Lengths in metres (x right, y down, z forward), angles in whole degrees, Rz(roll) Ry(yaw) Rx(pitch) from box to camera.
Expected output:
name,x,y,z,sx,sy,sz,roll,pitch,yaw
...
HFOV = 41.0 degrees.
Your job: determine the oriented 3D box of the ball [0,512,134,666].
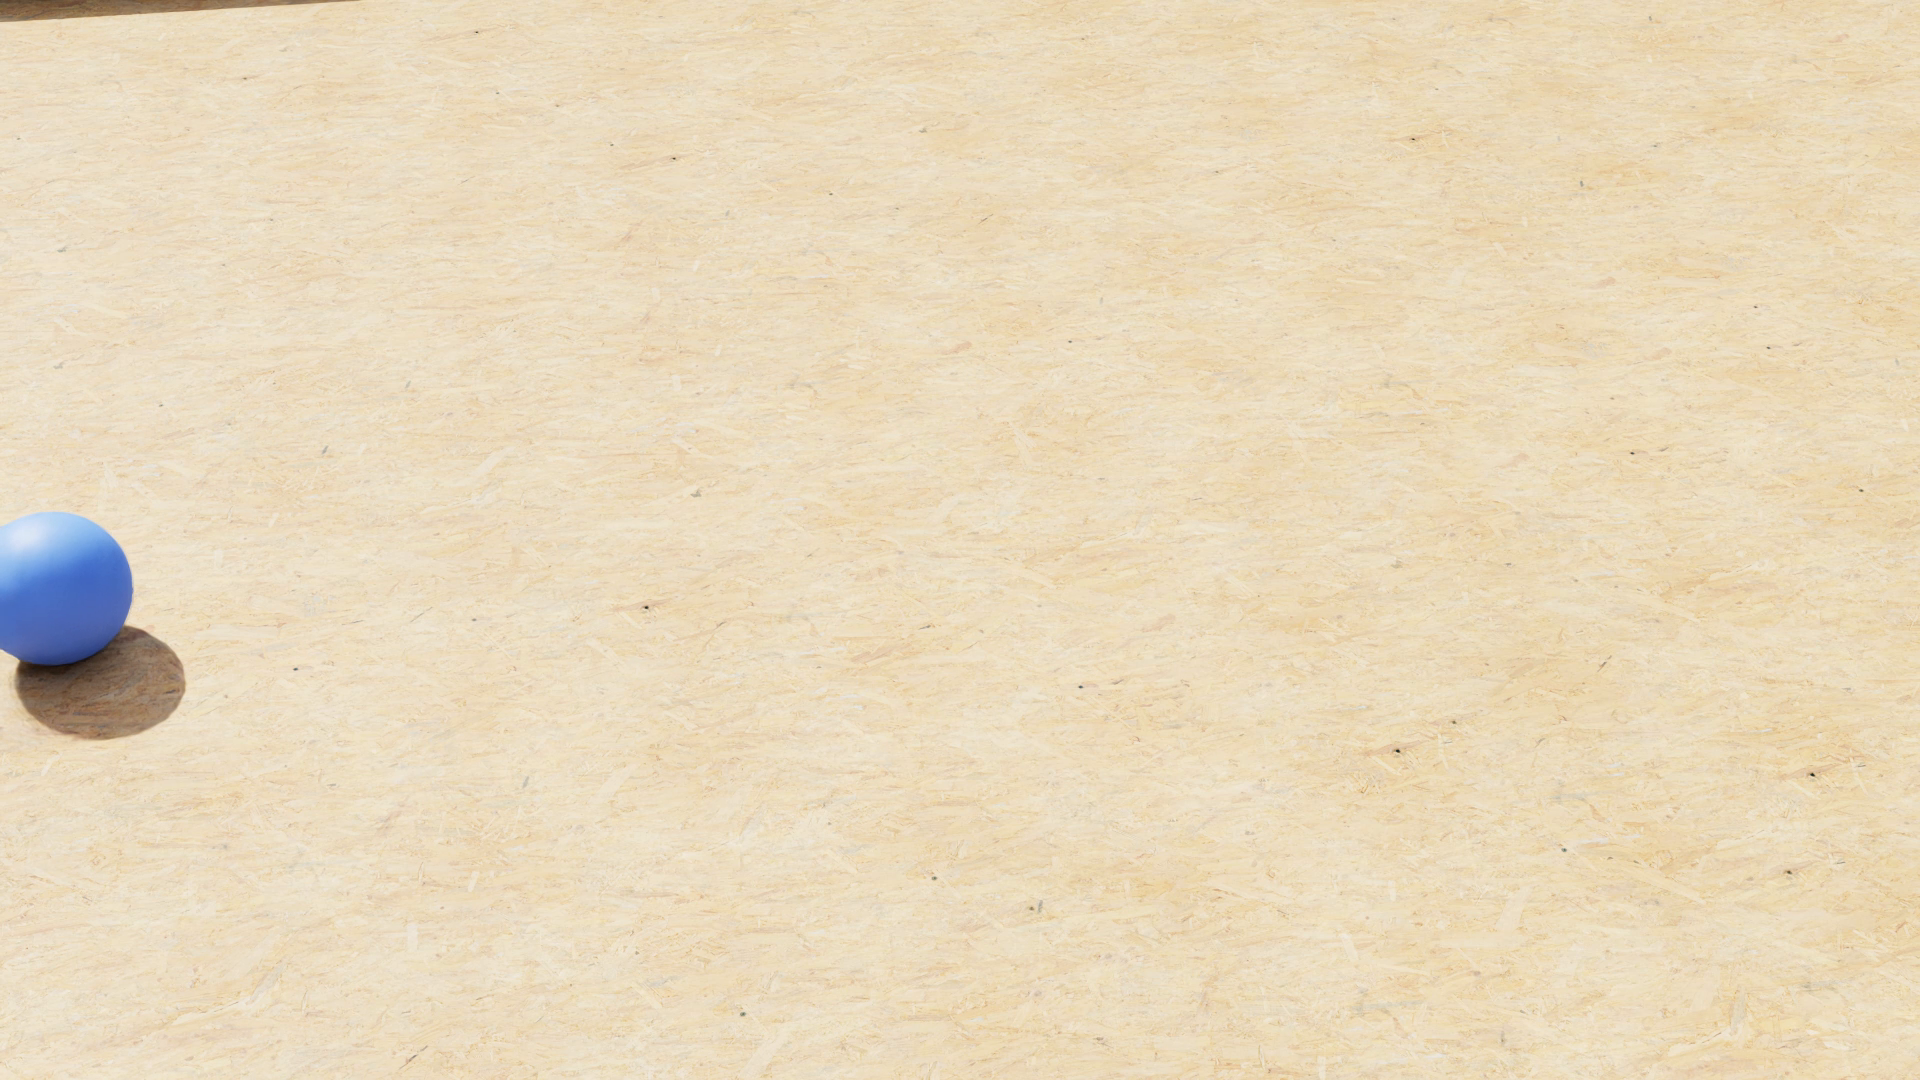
name,x,y,z,sx,sy,sz,roll,pitch,yaw
ball,-0.516,0.027,1.457,0.088,0.088,0.088,0,37,0
